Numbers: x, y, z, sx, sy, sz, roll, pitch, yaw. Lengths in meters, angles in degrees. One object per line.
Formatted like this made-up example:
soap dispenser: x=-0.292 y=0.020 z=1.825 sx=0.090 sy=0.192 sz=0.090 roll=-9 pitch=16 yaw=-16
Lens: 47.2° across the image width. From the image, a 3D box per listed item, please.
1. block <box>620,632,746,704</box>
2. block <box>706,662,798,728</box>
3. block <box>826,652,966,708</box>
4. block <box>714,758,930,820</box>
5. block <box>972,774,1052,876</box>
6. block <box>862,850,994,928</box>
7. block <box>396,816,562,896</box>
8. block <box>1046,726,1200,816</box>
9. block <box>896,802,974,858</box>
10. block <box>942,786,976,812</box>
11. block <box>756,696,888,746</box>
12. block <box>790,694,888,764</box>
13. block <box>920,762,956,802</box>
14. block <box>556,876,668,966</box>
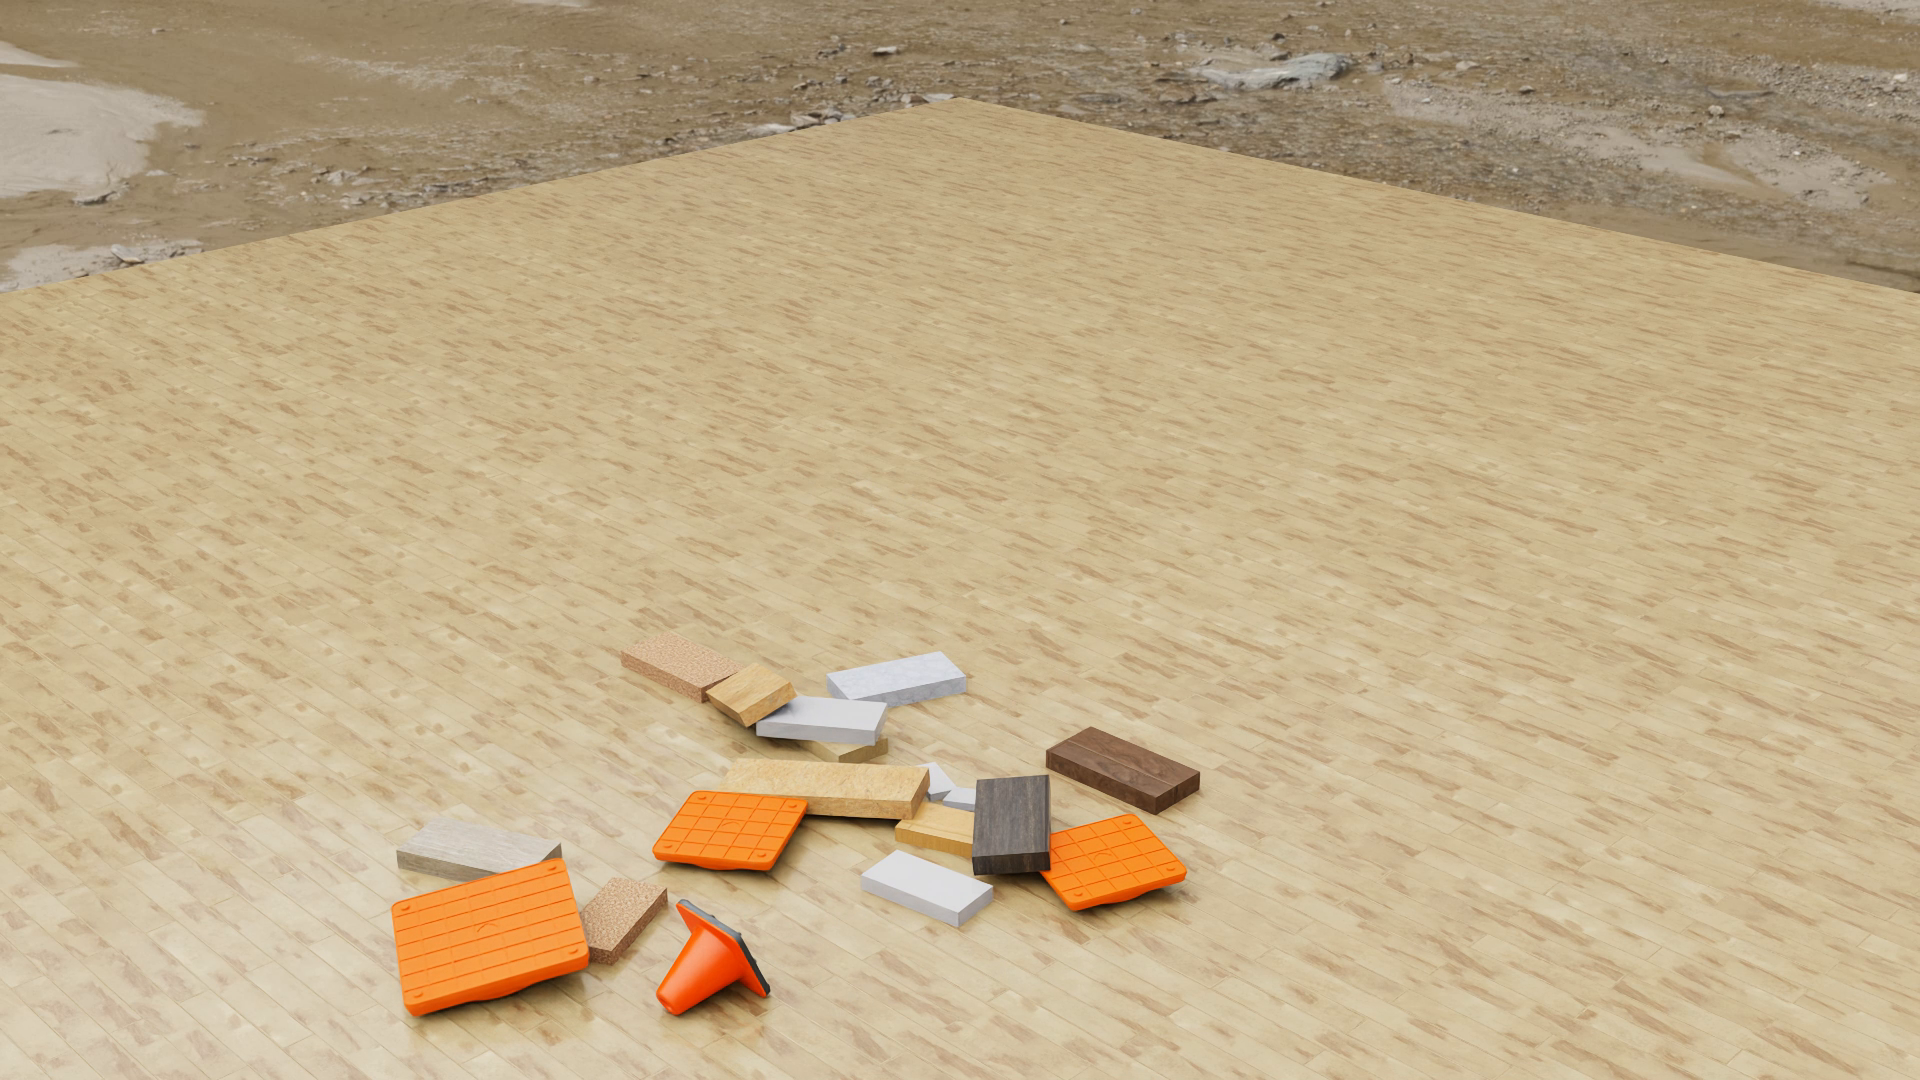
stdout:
block: x=-0.631 y=0.289 z=5.027 sx=0.282 sy=0.040 sz=0.141 roll=20 pitch=30 yaw=39
block: x=-0.455 y=0.335 z=4.787 sx=0.129 sy=0.036 sz=0.257 roll=-31 pitch=17 yaw=-16
block: x=-0.143 y=0.322 z=4.952 sx=0.282 sy=0.040 sz=0.141 roll=-10 pitch=25 yaw=-23
block: x=-0.278 y=0.505 z=4.474 sx=0.412 sy=0.042 sz=0.147 roll=1 pitch=22 yaw=14
block: x=0.103 y=0.554 z=4.298 sx=0.147 sy=0.042 sz=0.293 roll=-5 pitch=23 yaw=4
block: x=-0.063 y=0.659 z=4.167 sx=0.227 sy=0.032 sz=0.113 roll=16 pitch=28 yaw=32
block: x=-0.932 y=0.612 z=4.268 sx=0.282 sy=0.040 sz=0.141 roll=9 pitch=24 yaw=19
block: x=0.338 y=0.478 z=4.581 sx=0.293 sy=0.042 sz=0.147 roll=20 pitch=30 yaw=39
block: x=-0.002 y=0.579 z=4.356 sx=0.227 sy=0.032 sz=0.113 roll=10 pitch=25 yaw=21
block: x=0.034 y=0.528 z=4.457 sx=0.123 sy=0.017 sz=0.062 roll=4 pitch=22 yaw=23
block: x=-0.295 y=0.384 z=4.715 sx=0.257 sy=0.036 sz=0.129 roll=4 pitch=23 yaw=9
block: x=-0.283 y=0.414 z=4.739 sx=0.129 sy=0.036 sz=0.257 roll=-17 pitch=28 yaw=-35
block: x=-0.056 y=0.501 z=4.558 sx=0.062 sy=0.017 sz=0.123 roll=-10 pitch=25 yaw=-21
block: x=-0.642 y=0.702 z=4.064 sx=0.113 sy=0.032 sz=0.227 roll=8 pitch=24 yaw=17
